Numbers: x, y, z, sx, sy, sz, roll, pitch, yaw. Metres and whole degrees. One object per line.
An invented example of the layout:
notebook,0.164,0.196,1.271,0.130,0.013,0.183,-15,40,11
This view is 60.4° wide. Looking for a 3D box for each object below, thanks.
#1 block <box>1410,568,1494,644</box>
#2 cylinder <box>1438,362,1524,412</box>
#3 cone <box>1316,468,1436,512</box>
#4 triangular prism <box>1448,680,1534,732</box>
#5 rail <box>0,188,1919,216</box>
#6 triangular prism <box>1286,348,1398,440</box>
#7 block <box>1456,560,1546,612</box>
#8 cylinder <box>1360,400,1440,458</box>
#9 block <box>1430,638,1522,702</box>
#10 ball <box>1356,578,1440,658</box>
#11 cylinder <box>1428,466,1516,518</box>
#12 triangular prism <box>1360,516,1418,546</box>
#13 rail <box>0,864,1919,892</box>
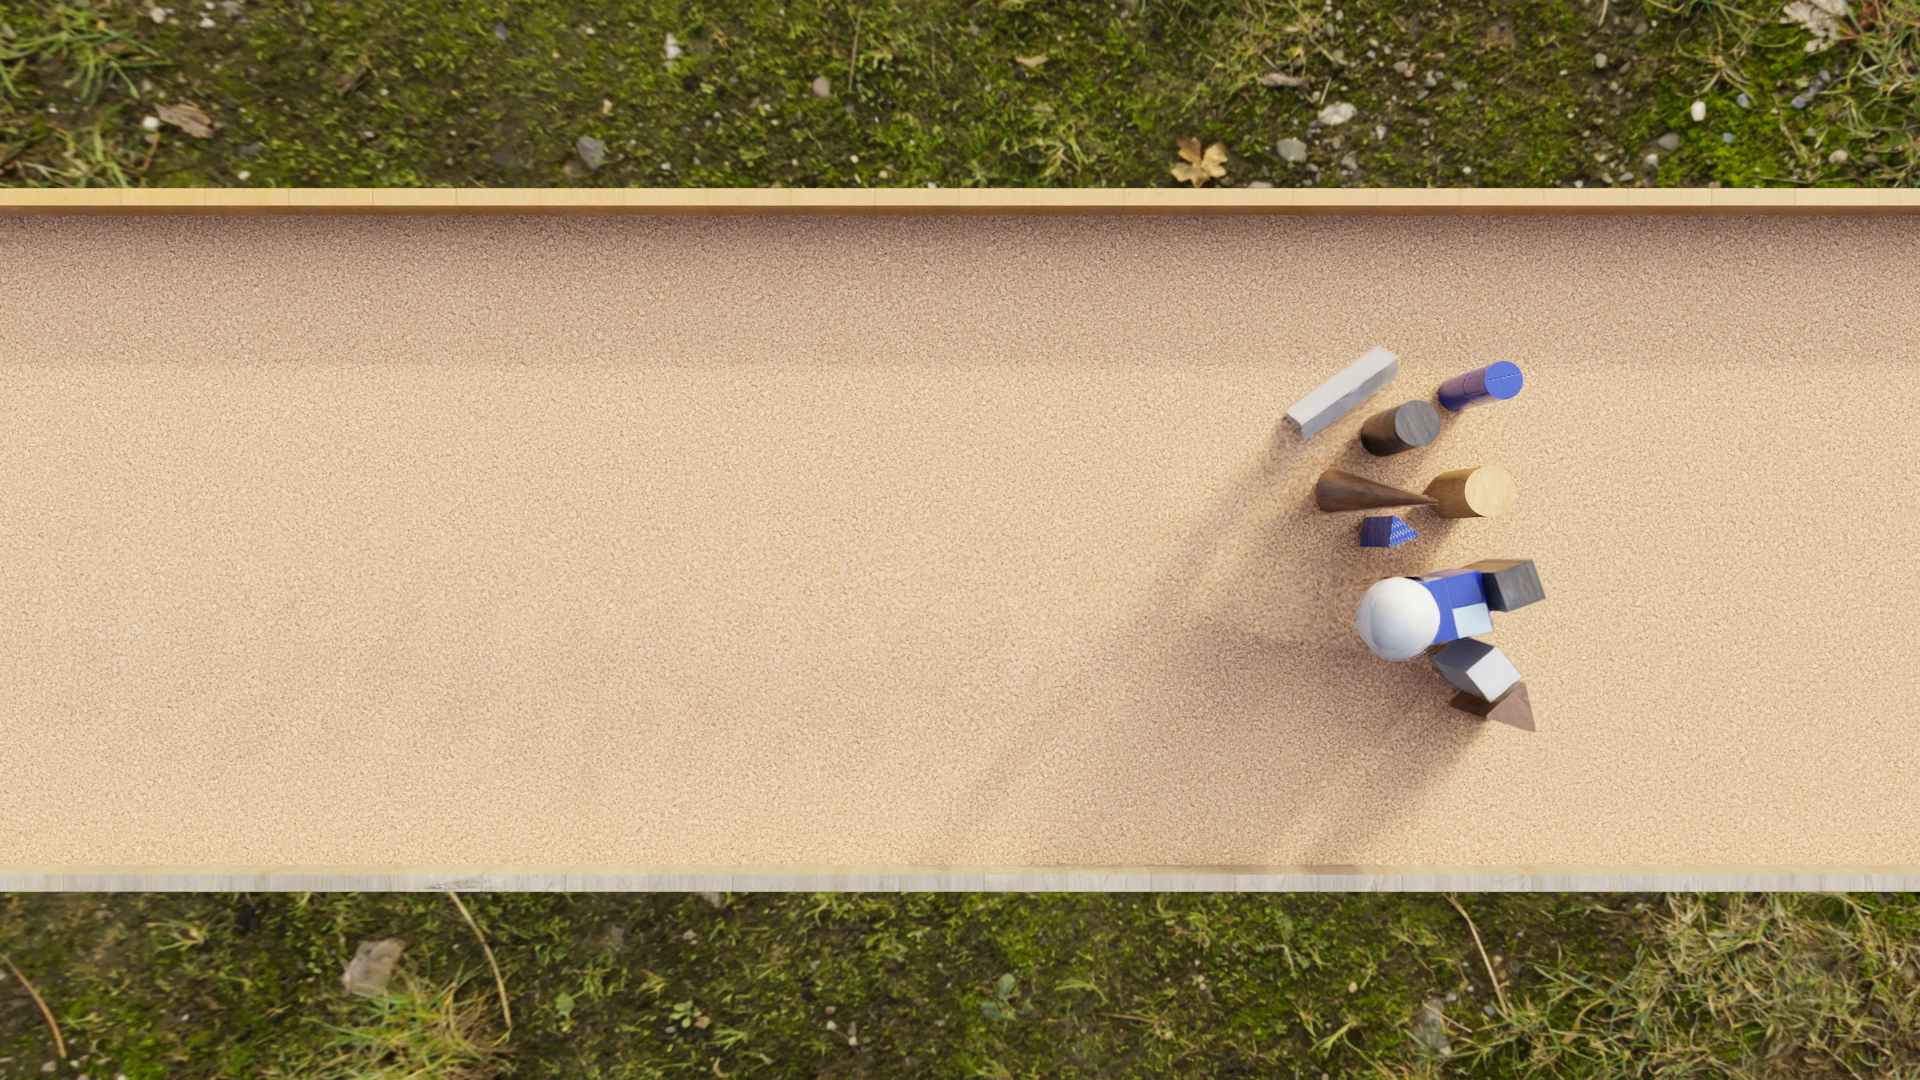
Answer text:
block,1.432,0.195,4.919,0.179,0.312,0.179,-12,90,-1
cylinder,1.526,-0.448,4.852,0.108,0.448,0.108,0,90,0
cone,1.255,-0.130,4.892,0.135,0.384,0.135,-8,102,-43
triangular prism,1.593,0.469,4.898,0.147,0.355,0.127,18,90,-1
rail,-2.247,-1.025,5.002,12.000,0.150,0.050,0,90,0
triangular prism,1.173,-0.450,5.028,0.350,0.093,0.107,-35,90,0
block,1.582,0.132,4.874,0.118,0.401,0.118,-20,90,-2
cylinder,1.308,-0.330,4.912,0.135,0.319,0.135,0,87,-4
block,1.535,0.381,4.919,0.116,0.307,0.116,-40,94,0
ball,1.247,0.222,4.702,0.233,0.233,0.233,0,90,0
cylinder,1.511,-0.139,4.889,0.145,0.376,0.145,0,90,0
triangular prism,1.260,-0.033,4.903,0.091,0.347,0.079,-22,90,0
rail,-2.247,1.025,5.001,12.000,0.150,0.050,0,90,0
